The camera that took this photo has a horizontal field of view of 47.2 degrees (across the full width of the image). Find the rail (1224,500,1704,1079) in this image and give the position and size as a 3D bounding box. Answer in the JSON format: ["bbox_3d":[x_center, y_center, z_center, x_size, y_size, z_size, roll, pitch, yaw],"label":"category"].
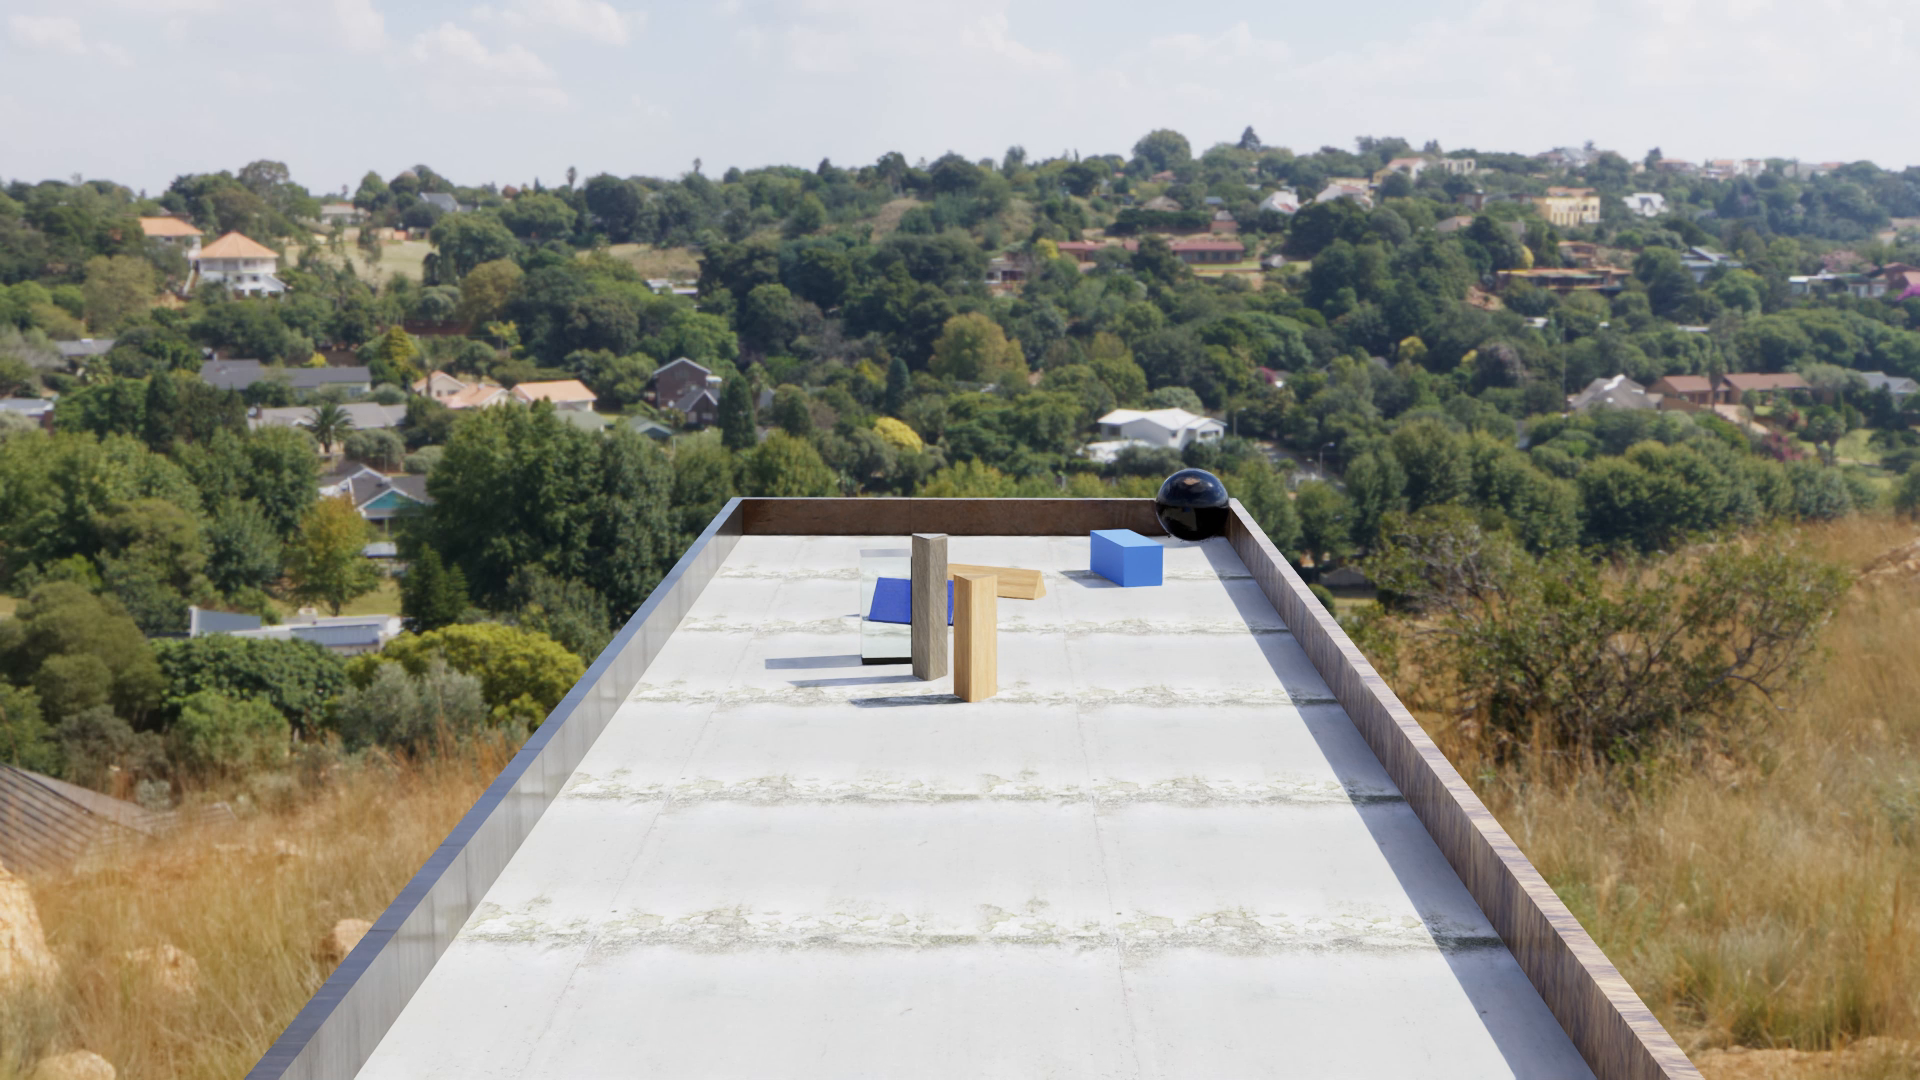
[{"bbox_3d":[1.046,0.843,3.208,0.050,0.150,12.000,0,9,1],"label":"rail"}]

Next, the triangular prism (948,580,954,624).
[{"bbox_3d":[-0.127,0.192,7.346,0.332,0.134,0.155,4,10,25],"label":"triangular prism"}]

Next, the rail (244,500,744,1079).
[{"bbox_3d":[-1.004,0.839,3.234,0.050,0.150,12.000,0,9,1],"label":"rail"}]

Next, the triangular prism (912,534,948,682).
[{"bbox_3d":[-0.102,0.194,6.441,0.089,0.422,0.103,5,11,31],"label":"triangular prism"}]

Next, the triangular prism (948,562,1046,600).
[{"bbox_3d":[0.075,0.138,7.819,0.459,0.096,0.110,4,10,25],"label":"triangular prism"}]

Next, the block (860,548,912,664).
[{"bbox_3d":[-0.224,0.202,6.689,0.154,0.328,0.154,-1,9,-5],"label":"block"}]

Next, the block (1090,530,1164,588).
[{"bbox_3d":[0.613,0.065,8.124,0.148,0.148,0.395,-2,9,-14],"label":"block"}]

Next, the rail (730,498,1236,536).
[{"bbox_3d":[0.099,-0.098,9.147,2.100,0.150,0.050,0,9,1],"label":"rail"}]

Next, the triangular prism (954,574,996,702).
[{"bbox_3d":[0.025,0.271,6.193,0.105,0.347,0.122,7,11,37],"label":"triangular prism"}]

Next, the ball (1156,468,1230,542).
[{"bbox_3d":[0.946,-0.141,8.937,0.301,0.301,0.301,0,9,0],"label":"ball"}]
